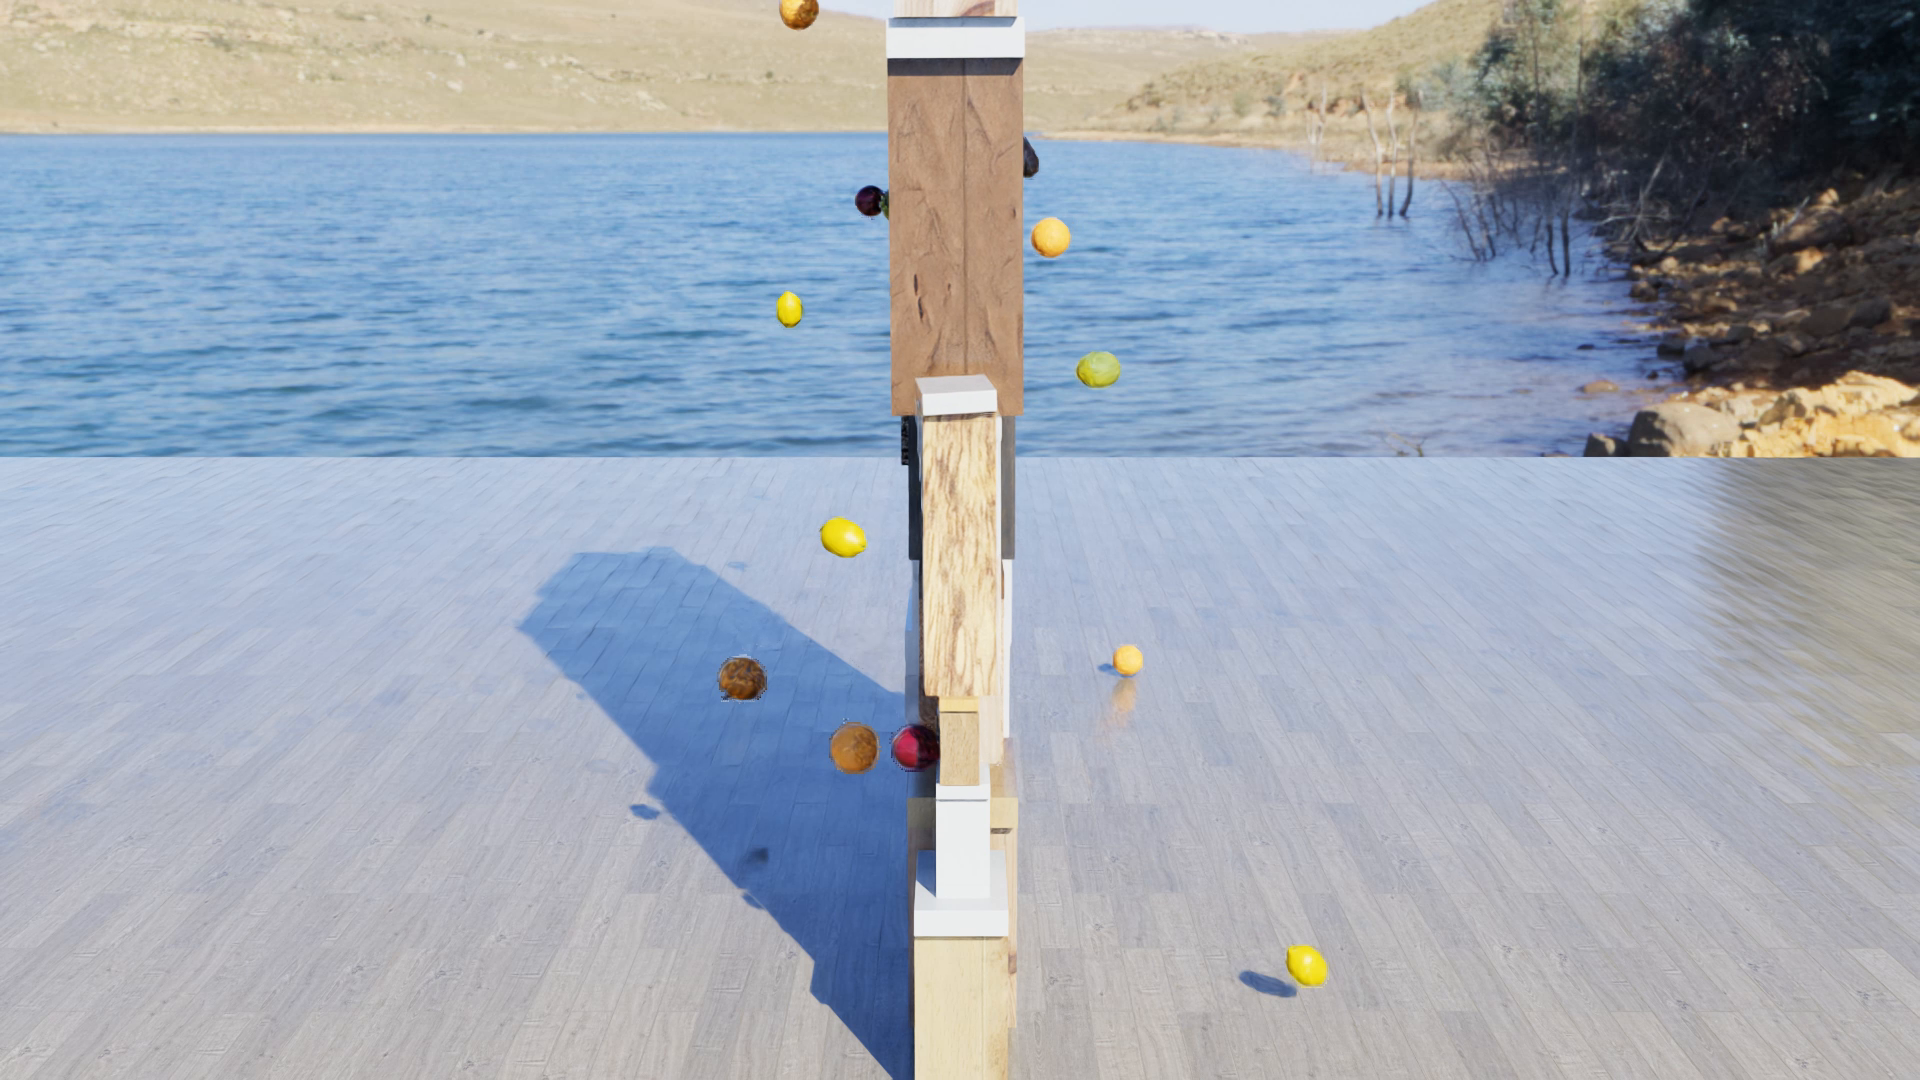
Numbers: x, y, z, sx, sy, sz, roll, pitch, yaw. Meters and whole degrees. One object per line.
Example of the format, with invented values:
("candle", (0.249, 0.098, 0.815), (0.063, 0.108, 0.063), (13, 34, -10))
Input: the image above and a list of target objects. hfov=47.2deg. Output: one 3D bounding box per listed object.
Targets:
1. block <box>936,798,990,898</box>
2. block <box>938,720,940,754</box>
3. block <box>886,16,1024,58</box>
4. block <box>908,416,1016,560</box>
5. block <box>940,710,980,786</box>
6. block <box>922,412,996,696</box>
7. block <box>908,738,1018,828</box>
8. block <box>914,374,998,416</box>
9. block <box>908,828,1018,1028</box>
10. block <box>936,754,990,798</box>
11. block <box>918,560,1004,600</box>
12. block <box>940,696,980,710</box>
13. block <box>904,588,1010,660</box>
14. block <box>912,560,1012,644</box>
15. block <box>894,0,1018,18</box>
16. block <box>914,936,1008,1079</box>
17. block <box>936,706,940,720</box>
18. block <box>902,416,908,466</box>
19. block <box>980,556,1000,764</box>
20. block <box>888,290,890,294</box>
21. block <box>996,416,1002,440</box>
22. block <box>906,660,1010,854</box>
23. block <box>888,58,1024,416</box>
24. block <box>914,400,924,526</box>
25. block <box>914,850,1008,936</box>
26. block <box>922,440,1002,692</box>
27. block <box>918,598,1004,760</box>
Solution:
("block", (0.004, 0.394, 2.844), (0.069, 0.138, 0.020), (0, 10, 0))
("block", (-0.003, 0.298, 3.034), (0.054, 0.108, 0.015), (-2, 10, -5))
("block", (-0.006, -0.685, 3.030), (0.179, 0.051, 0.358), (0, 10, 0))
("block", (0.003, -0.129, 3.242), (0.157, 0.314, 0.044), (0, 11, 0))
("block", (0.000, 0.262, 2.797), (0.050, 0.101, 0.014), (0, 12, 0))
("block", (0.000, 0.018, 2.766), (0.091, 0.360, 0.026), (0, 10, 0))
("block", (0.004, 0.348, 3.182), (0.153, 0.043, 0.305), (0, 11, 0))
("block", (-0.007, -0.185, 2.790), (0.091, 0.026, 0.183), (-4, 11, -3))
("block", (0.004, 0.538, 3.114), (0.153, 0.305, 0.043), (0, 11, 0))
("block", (0.004, 0.309, 2.874), (0.069, 0.020, 0.138), (0, 11, 0))
("block", (0.002, 0.045, 3.261), (0.122, 0.035, 0.245), (0, 11, 0))
("block", (-0.001, 0.199, 2.818), (0.050, 0.014, 0.101), (0, 11, 0))
("block", (-0.004, 0.148, 3.943), (0.180, 0.051, 0.359), (0, 11, 0))
("block", (0.002, -0.081, 3.463), (0.157, 0.490, 0.044), (0, 11, 0))
("block", (-0.006, -0.835, 2.822), (0.160, 0.319, 0.045), (0, 11, 0))
("block", (0.002, 0.617, 2.868), (0.120, 0.240, 0.034), (0, 11, 0))
("block", (0.002, 0.244, 2.986), (0.054, 0.015, 0.108), (-2, 11, -8))
("block", (-0.006, -0.299, 3.543), (0.177, 0.354, 0.050), (0, 10, 0))
("block", (0.018, 0.158, 2.879), (0.065, 0.274, 0.018), (-3, 10, -14))
("block", (-0.052, -0.437, 3.428), (0.072, 0.144, 0.020), (-10, 52, -41))
("block", (0.002, -0.169, 3.067), (0.107, 0.030, 0.213), (0, 11, 0))
("block", (-0.004, 0.371, 3.862), (0.180, 0.359, 0.051), (0, 11, 0))
("block", (-0.005, -0.405, 2.961), (0.179, 0.473, 0.051), (0, 11, 0))
("block", (-0.007, -0.093, 2.867), (0.091, 0.183, 0.026), (-5, 11, -5))
("block", (0.002, 0.467, 2.922), (0.120, 0.034, 0.240), (0, 11, 0))
("block", (0.003, 0.033, 3.032), (0.107, 0.355, 0.030), (0, 11, 0))
("block", (0.002, 0.197, 3.206), (0.122, 0.245, 0.035), (0, 11, 0))
